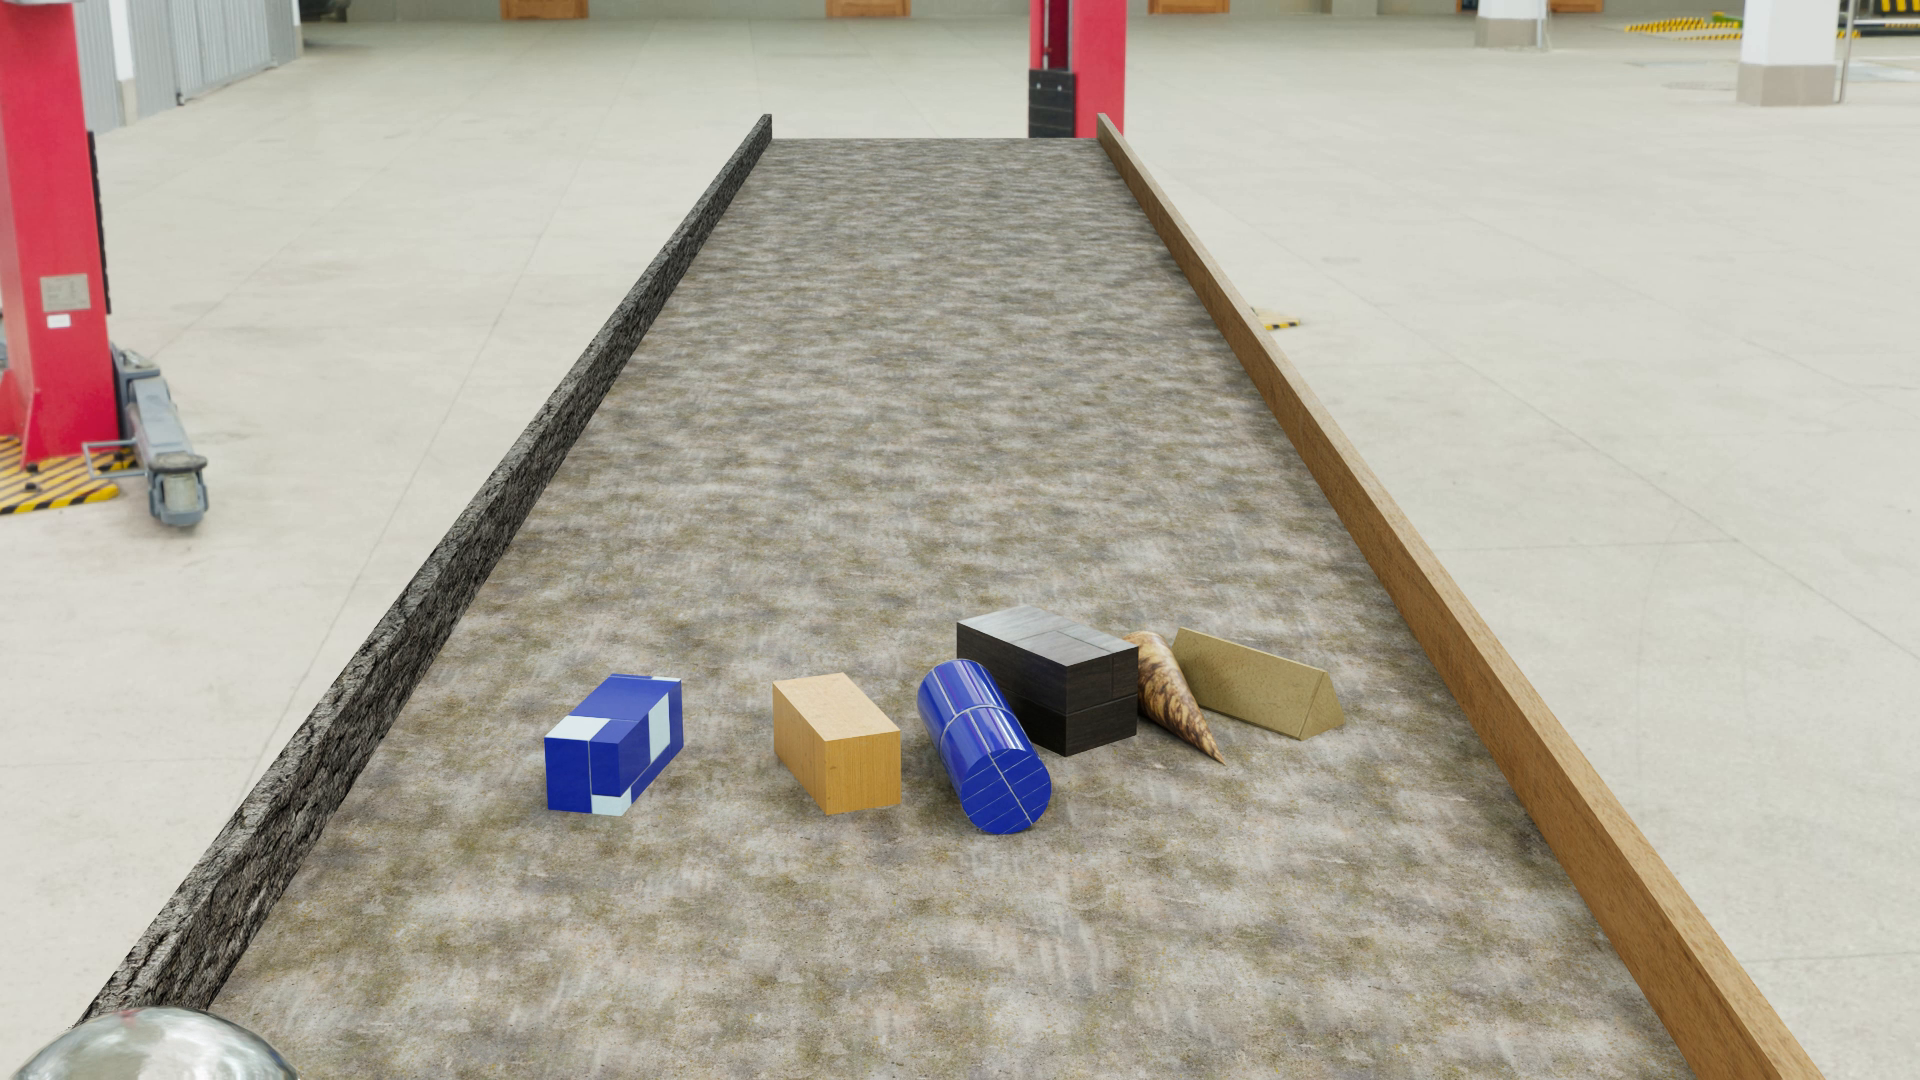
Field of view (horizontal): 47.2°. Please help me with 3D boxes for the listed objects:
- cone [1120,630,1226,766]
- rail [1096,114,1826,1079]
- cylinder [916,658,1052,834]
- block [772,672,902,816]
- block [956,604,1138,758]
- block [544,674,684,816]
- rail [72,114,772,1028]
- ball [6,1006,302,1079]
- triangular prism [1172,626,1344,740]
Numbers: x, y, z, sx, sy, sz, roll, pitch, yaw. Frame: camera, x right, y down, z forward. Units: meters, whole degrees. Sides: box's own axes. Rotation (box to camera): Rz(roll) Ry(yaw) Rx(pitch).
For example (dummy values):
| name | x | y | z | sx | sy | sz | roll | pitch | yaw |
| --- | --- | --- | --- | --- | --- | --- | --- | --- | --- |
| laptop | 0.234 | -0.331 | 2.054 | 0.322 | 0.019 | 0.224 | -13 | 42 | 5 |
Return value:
| name | x | y | z | sx | sy | sz | roll | pitch | yaw |
| --- | --- | --- | --- | --- | --- | --- | --- | --- | --- |
| cone | 0.403 | 0.318 | 4.027 | 0.150 | 0.150 | 0.360 | -7 | 30 | -22 |
| rail | 0.932 | -0.844 | 7.801 | 0.050 | 0.150 | 12.000 | 0 | 17 | -1 |
| cylinder | 0.035 | 0.348 | 3.787 | 0.151 | 0.151 | 0.438 | -3 | 17 | -10 |
| block | -0.217 | 0.349 | 3.819 | 0.133 | 0.133 | 0.304 | -6 | 18 | -20 |
| block | 0.158 | 0.255 | 4.066 | 0.173 | 0.173 | 0.312 | -13 | 21 | -37 |
| block | -0.596 | 0.351 | 3.818 | 0.130 | 0.130 | 0.318 | 4 | 17 | 12 |
| rail | -1.118 | -0.838 | 7.780 | 0.050 | 0.150 | 12.000 | 0 | 17 | -1 |
| ball | -0.854 | 0.677 | 2.314 | 0.364 | 0.364 | 0.364 | 0 | 17 | 0 |
| triangular prism | 0.546 | 0.259 | 4.142 | 0.134 | 0.116 | 0.348 | -15 | 22 | -42 |
